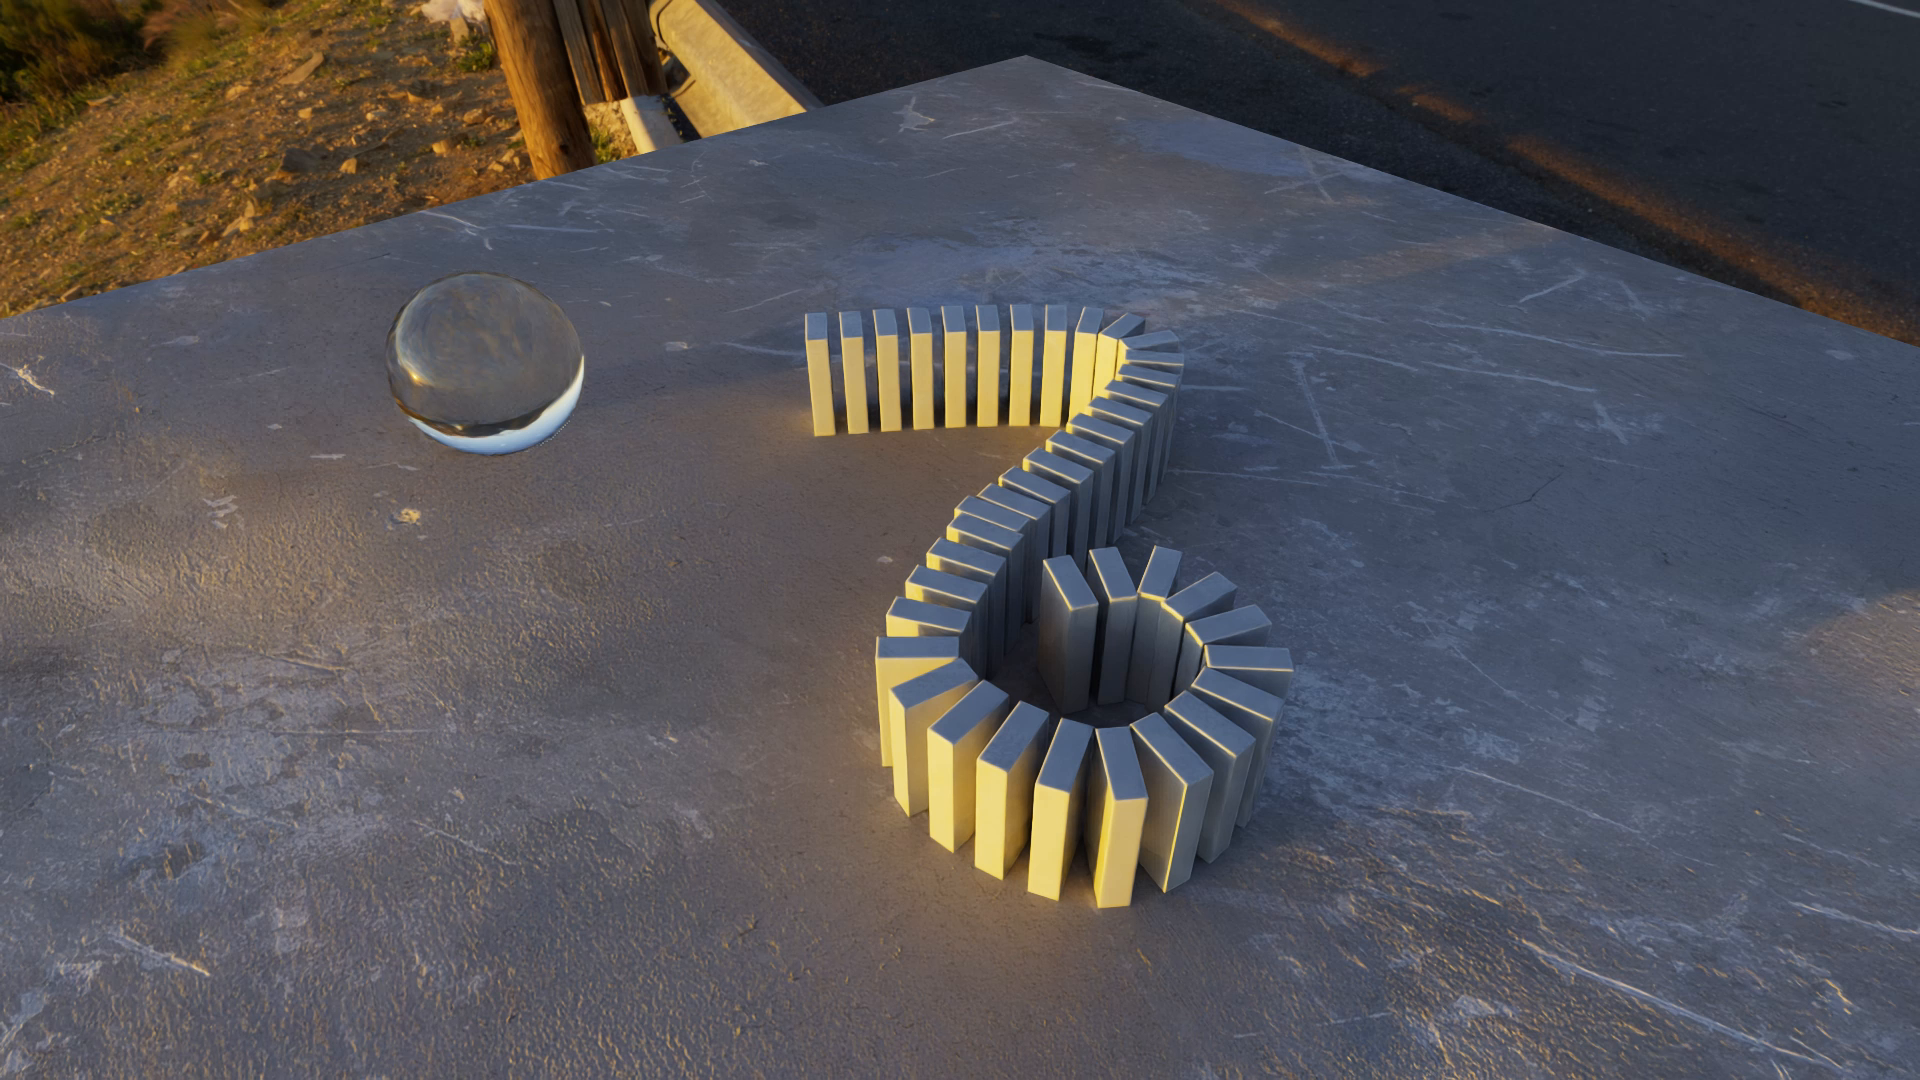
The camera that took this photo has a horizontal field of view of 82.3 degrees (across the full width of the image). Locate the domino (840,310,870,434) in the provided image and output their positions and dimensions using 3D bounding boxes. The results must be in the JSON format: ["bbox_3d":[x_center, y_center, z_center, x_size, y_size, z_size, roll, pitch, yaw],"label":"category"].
[{"bbox_3d":[-0.049,-0.077,0.505,0.010,0.050,0.025,-5,40,-6],"label":"domino"}]

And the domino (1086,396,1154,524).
[{"bbox_3d":[0.063,-0.032,0.451,0.025,0.050,0.009,22,44,25],"label":"domino"}]

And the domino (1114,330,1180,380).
[{"bbox_3d":[0.083,-0.068,0.495,0.025,0.050,0.010,-13,41,-15],"label":"domino"}]

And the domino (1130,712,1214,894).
[{"bbox_3d":[0.058,0.076,0.318,0.010,0.050,0.025,-20,43,-23],"label":"domino"}]

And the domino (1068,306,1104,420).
[{"bbox_3d":[0.058,-0.079,0.508,0.010,0.050,0.025,9,40,11],"label":"domino"}]

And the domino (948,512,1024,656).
[{"bbox_3d":[0.009,0.016,0.392,0.025,0.050,0.010,20,44,23],"label":"domino"}]

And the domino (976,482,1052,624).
[{"bbox_3d":[0.019,0.005,0.405,0.025,0.050,0.009,23,45,26],"label":"domino"}]

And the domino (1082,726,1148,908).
[{"bbox_3d":[0.044,0.080,0.314,0.010,0.050,0.025,-3,39,-4],"label":"domino"}]

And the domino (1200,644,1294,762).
[{"bbox_3d":[0.087,0.054,0.345,0.025,0.050,0.009,2,39,2],"label":"domino"}]

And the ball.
[{"bbox_3d":[-0.207,-0.077,0.482,0.080,0.080,0.080,0,39,0],"label":"ball"}]

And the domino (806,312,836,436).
[{"bbox_3d":[-0.064,-0.076,0.504,0.009,0.050,0.025,-4,40,-5],"label":"domino"}]

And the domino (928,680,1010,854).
[{"bbox_3d":[0.003,0.068,0.328,0.010,0.050,0.025,28,47,30],"label":"domino"}]

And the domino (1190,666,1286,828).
[{"bbox_3d":[0.081,0.064,0.334,0.025,0.050,0.009,23,45,25],"label":"domino"}]

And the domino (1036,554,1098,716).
[{"bbox_3d":[0.036,0.033,0.372,0.010,0.050,0.025,-11,41,-13],"label":"domino"}]

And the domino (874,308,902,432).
[{"bbox_3d":[-0.033,-0.078,0.507,0.010,0.050,0.025,-4,40,-5],"label":"domino"}]

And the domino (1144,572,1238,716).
[{"bbox_3d":[0.077,0.037,0.367,0.025,0.050,0.009,-25,46,-28],"label":"domino"}]

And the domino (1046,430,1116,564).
[{"bbox_3d":[0.046,-0.016,0.431,0.025,0.050,0.009,25,46,27],"label":"domino"}]

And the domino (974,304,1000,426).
[{"bbox_3d":[0.013,-0.080,0.510,0.010,0.050,0.025,-2,39,-2],"label":"domino"}]

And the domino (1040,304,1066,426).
[{"bbox_3d":[0.043,-0.081,0.510,0.009,0.050,0.025,3,39,3],"label":"domino"}]

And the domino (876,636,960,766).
[{"bbox_3d":[-0.013,0.052,0.348,0.025,0.050,0.009,0,39,0],"label":"domino"}]

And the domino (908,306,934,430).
[{"bbox_3d":[-0.018,-0.079,0.508,0.009,0.050,0.025,-4,39,-5],"label":"domino"}]

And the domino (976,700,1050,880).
[{"bbox_3d":[0.015,0.074,0.322,0.010,0.050,0.025,21,44,23],"label":"domino"}]

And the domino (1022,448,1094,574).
[{"bbox_3d":[0.036,-0.009,0.422,0.025,0.050,0.009,26,46,28],"label":"domino"}]

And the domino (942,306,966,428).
[{"bbox_3d":[-0.003,-0.080,0.509,0.010,0.050,0.025,-3,39,-3],"label":"domino"}]

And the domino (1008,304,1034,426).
[{"bbox_3d":[0.028,-0.081,0.510,0.009,0.050,0.025,0,39,0],"label":"domino"}]

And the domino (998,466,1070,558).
[{"bbox_3d":[0.027,-0.001,0.413,0.025,0.050,0.009,27,46,29],"label":"domino"}]

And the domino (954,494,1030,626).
[{"bbox_3d":[0.011,0.010,0.399,0.025,0.050,0.010,21,44,23],"label":"domino"}]

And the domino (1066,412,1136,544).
[{"bbox_3d":[0.055,-0.024,0.441,0.025,0.050,0.009,23,45,26],"label":"domino"}]

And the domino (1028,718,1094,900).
[{"bbox_3d":[0.029,0.078,0.316,0.009,0.050,0.025,13,41,16],"label":"domino"}]

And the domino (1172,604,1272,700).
[{"bbox_3d":[0.083,0.045,0.356,0.025,0.050,0.009,-13,41,-16],"label":"domino"}]

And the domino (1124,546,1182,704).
[{"bbox_3d":[0.066,0.030,0.375,0.010,0.050,0.025,14,41,16],"label":"domino"}]

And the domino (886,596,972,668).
[{"bbox_3d":[-0.010,0.042,0.360,0.025,0.050,0.009,11,41,13],"label":"domino"}]

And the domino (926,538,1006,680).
[{"bbox_3d":[0.002,0.024,0.382,0.025,0.050,0.010,17,42,20],"label":"domino"}]

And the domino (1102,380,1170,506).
[{"bbox_3d":[0.071,-0.041,0.461,0.025,0.050,0.010,20,43,23],"label":"domino"}]

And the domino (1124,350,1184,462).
[{"bbox_3d":[0.083,-0.058,0.483,0.025,0.050,0.009,6,40,7],"label":"domino"}]

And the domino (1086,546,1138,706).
[{"bbox_3d":[0.050,0.030,0.375,0.009,0.050,0.025,-6,40,-8],"label":"domino"}]

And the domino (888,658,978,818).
[{"bbox_3d":[-0.008,0.061,0.337,0.025,0.050,0.009,-21,44,-24],"label":"domino"}]

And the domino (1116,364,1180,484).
[{"bbox_3d":[0.078,-0.049,0.472,0.025,0.050,0.010,15,42,17],"label":"domino"}]

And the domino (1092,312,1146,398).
[{"bbox_3d":[0.072,-0.076,0.504,0.009,0.050,0.025,26,46,28],"label":"domino"}]

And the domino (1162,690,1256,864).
[{"bbox_3d":[0.070,0.071,0.325,0.009,0.050,0.025,-30,48,-31],"label":"domino"}]

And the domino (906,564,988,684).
[{"bbox_3d":[-0.004,0.033,0.371,0.025,0.050,0.009,15,42,18],"label":"domino"}]
